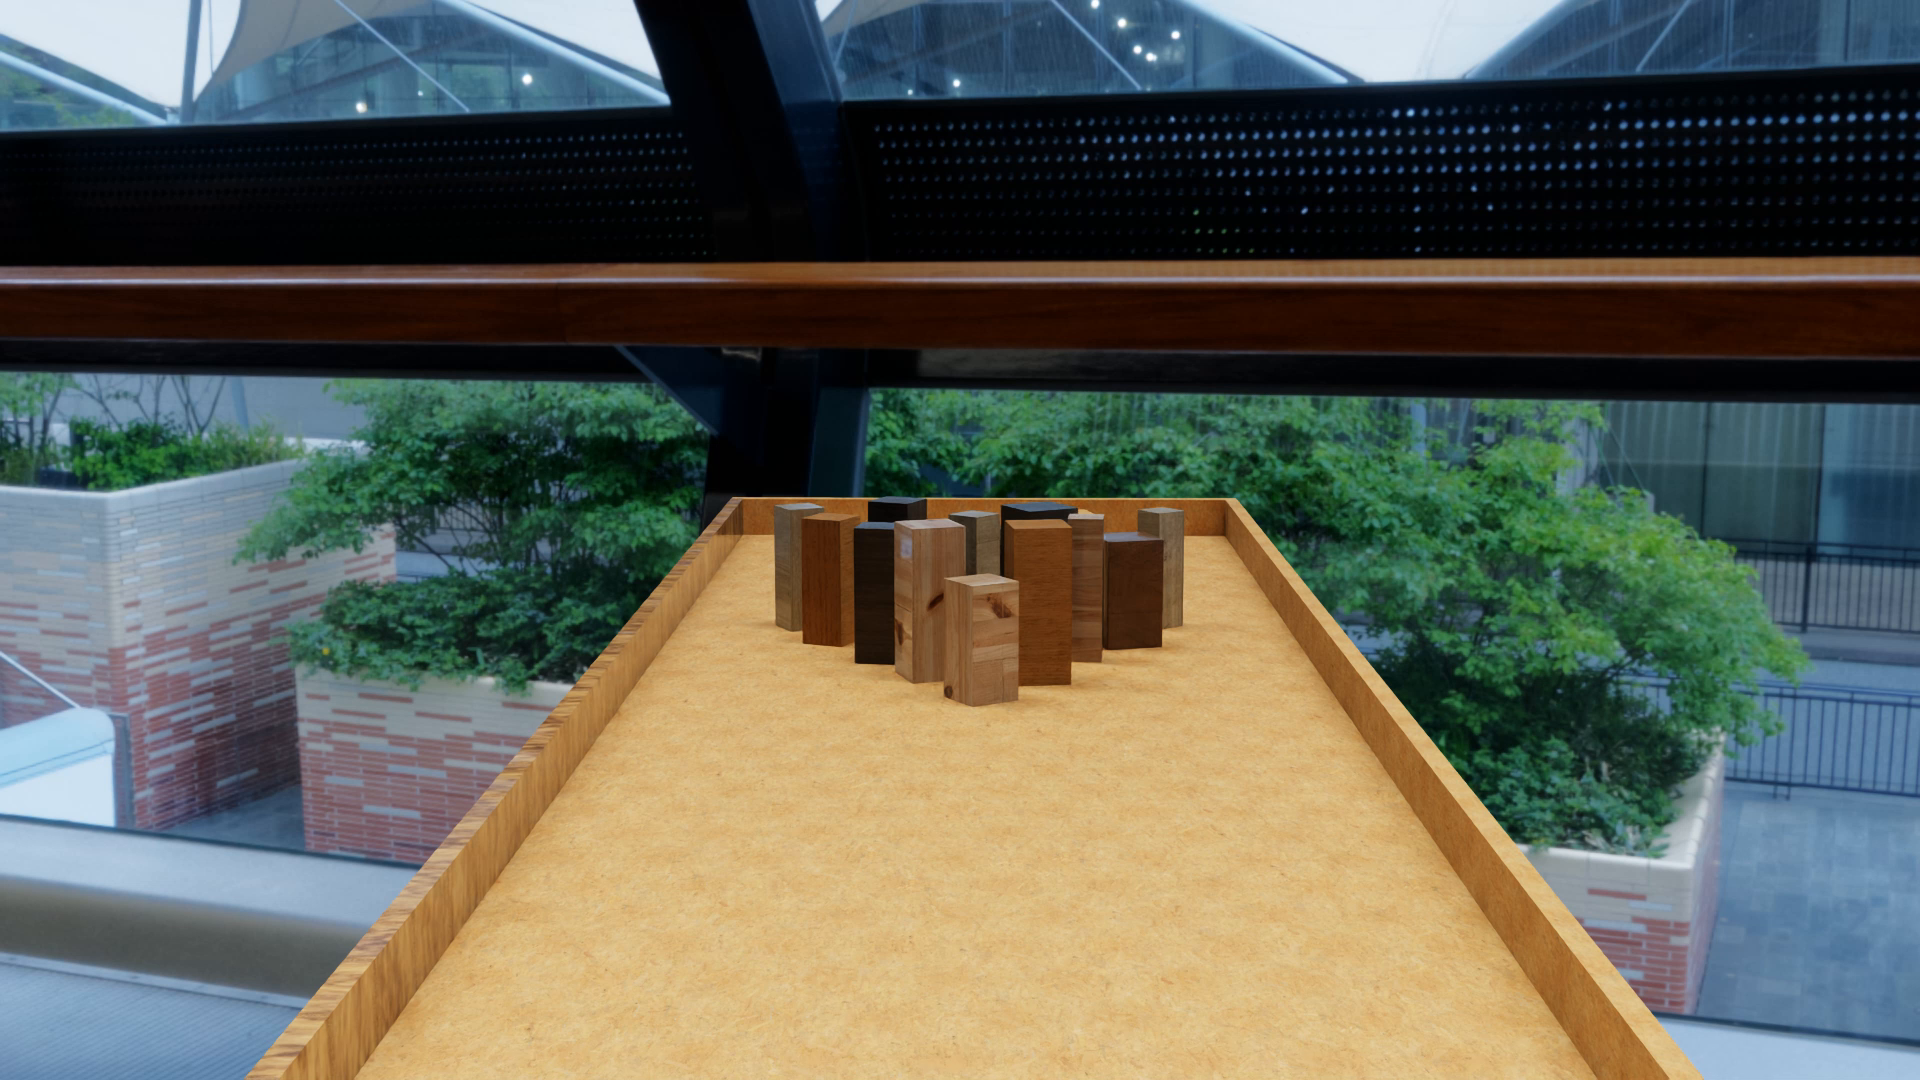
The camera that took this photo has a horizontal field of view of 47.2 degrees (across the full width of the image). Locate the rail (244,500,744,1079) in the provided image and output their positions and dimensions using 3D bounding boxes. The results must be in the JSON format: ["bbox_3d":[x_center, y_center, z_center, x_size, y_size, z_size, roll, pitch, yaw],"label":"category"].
[{"bbox_3d":[-1.004,0.839,3.234,0.050,0.150,12.000,0,9,1],"label":"rail"}]

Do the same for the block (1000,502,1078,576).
[{"bbox_3d":[0.248,0.111,6.910,0.176,0.438,0.176,-5,10,-29],"label":"block"}]

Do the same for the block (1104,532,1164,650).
[{"bbox_3d":[0.523,0.158,6.925,0.180,0.341,0.180,-3,9,-16],"label":"block"}]

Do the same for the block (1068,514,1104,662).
[{"bbox_3d":[0.382,0.146,6.689,0.106,0.439,0.106,1,9,6],"label":"block"}]

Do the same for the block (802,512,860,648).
[{"bbox_3d":[-0.406,0.124,6.947,0.137,0.400,0.137,4,10,25],"label":"block"}]

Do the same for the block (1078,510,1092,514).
[{"bbox_3d":[0.356,0.097,7.204,0.151,0.373,0.151,-2,9,-14],"label":"block"}]

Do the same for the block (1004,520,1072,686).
[{"bbox_3d":[0.226,0.181,6.400,0.170,0.460,0.170,-1,9,-8],"label":"block"}]

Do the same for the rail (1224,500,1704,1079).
[{"bbox_3d":[1.046,0.843,3.208,0.050,0.150,12.000,0,9,1],"label":"rail"}]

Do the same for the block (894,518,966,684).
[{"bbox_3d":[-0.088,0.177,6.445,0.164,0.454,0.164,-3,10,-19],"label":"block"}]

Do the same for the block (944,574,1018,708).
[{"bbox_3d":[0.059,0.279,6.166,0.152,0.340,0.152,-6,11,-32],"label":"block"}]

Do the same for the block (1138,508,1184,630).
[{"bbox_3d":[0.656,0.092,7.207,0.108,0.383,0.108,-7,11,-36],"label":"block"}]

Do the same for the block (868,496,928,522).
[{"bbox_3d":[-0.204,0.074,7.218,0.144,0.415,0.144,4,10,25],"label":"block"}]

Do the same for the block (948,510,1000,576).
[{"bbox_3d":[0.043,0.143,6.667,0.110,0.450,0.110,7,12,39],"label":"block"}]

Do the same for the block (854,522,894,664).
[{"bbox_3d":[-0.242,0.161,6.673,0.131,0.414,0.131,2,9,10],"label":"block"}]

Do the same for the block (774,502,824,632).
[{"bbox_3d":[-0.522,0.088,7.181,0.125,0.399,0.125,-5,10,-28],"label":"block"}]

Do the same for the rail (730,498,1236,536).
[{"bbox_3d":[0.099,-0.098,9.147,2.100,0.150,0.050,0,9,1],"label":"rail"}]
